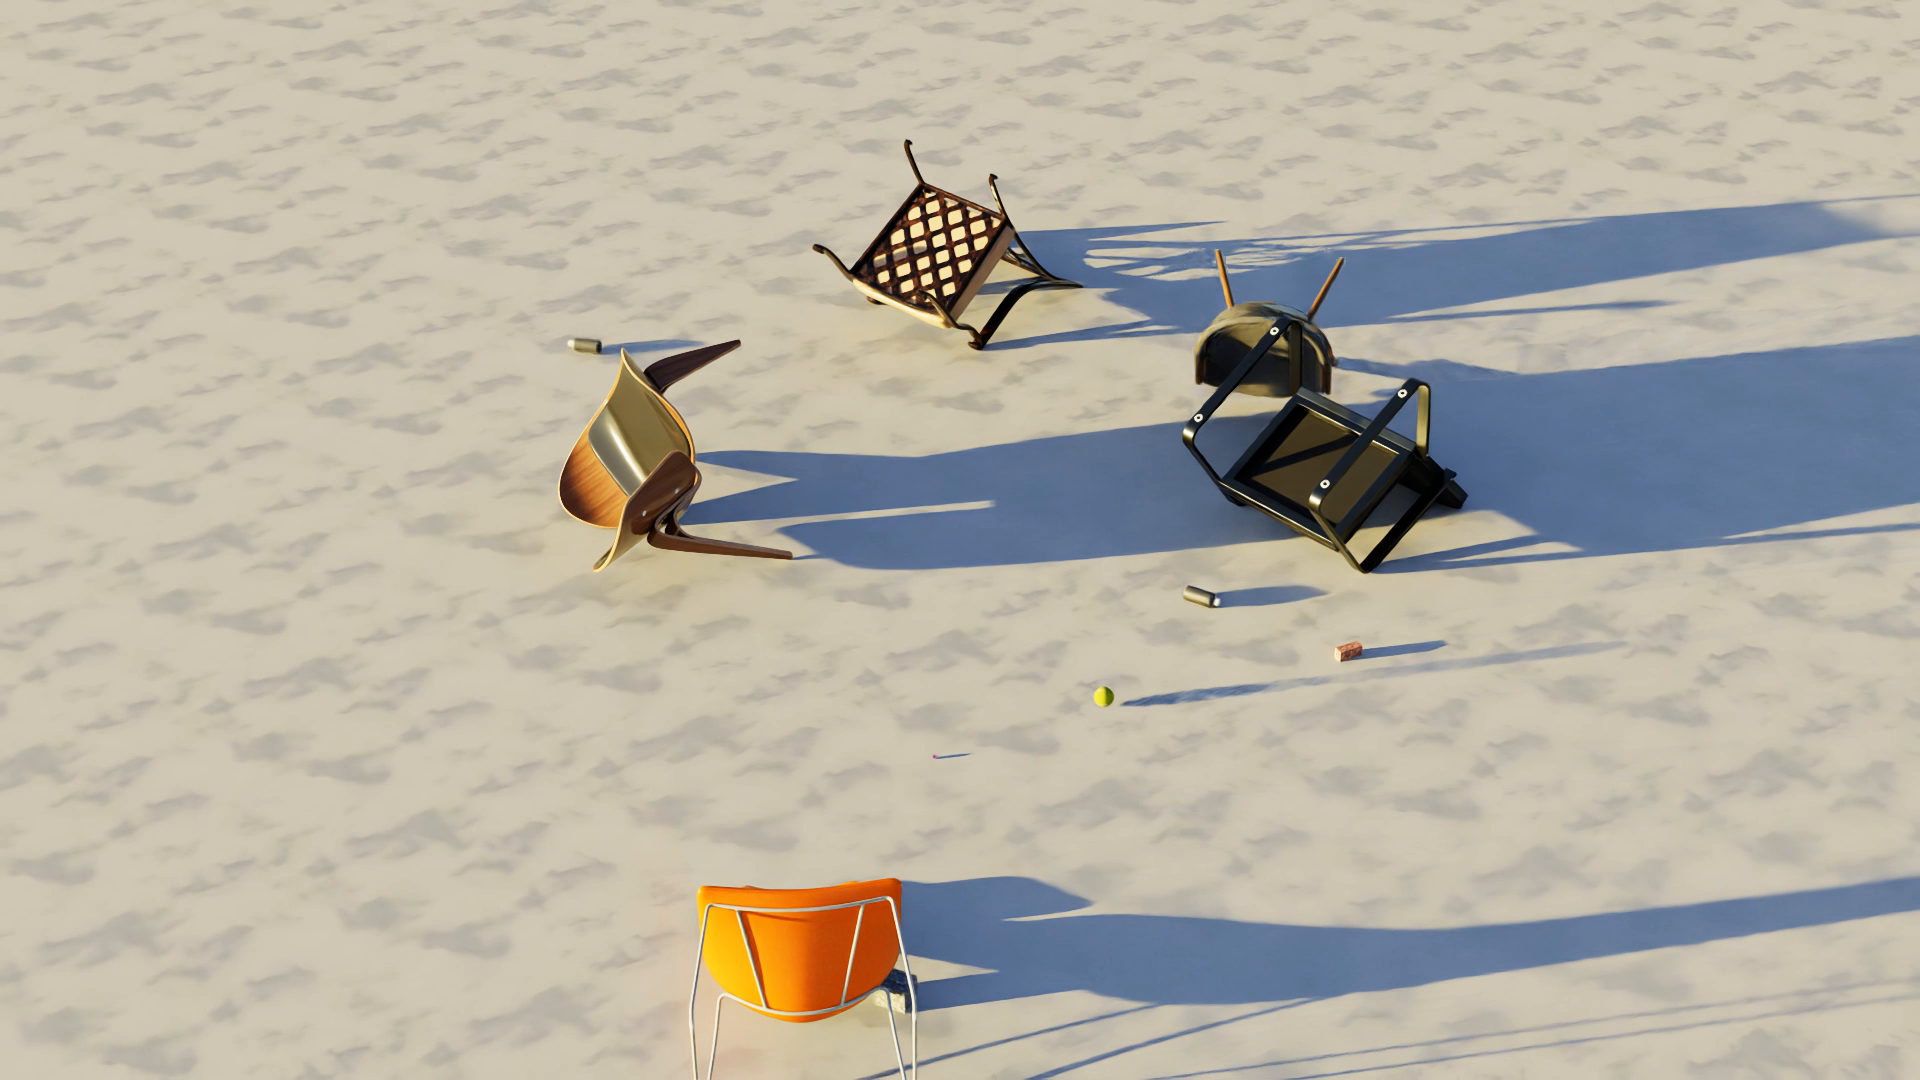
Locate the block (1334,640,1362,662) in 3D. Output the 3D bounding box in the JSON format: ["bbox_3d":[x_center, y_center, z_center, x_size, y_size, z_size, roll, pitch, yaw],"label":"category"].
[{"bbox_3d":[1.367,0.391,10.313,0.091,0.041,0.034,-16,37,-23],"label":"block"}]

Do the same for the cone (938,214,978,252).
[{"bbox_3d":[-0.045,-1.347,12.916,0.215,0.133,0.171,32,-12,-24],"label":"cone"}]

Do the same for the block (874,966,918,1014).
[{"bbox_3d":[-0.192,1.353,8.818,0.098,0.080,0.088,14,36,21],"label":"block"}]
